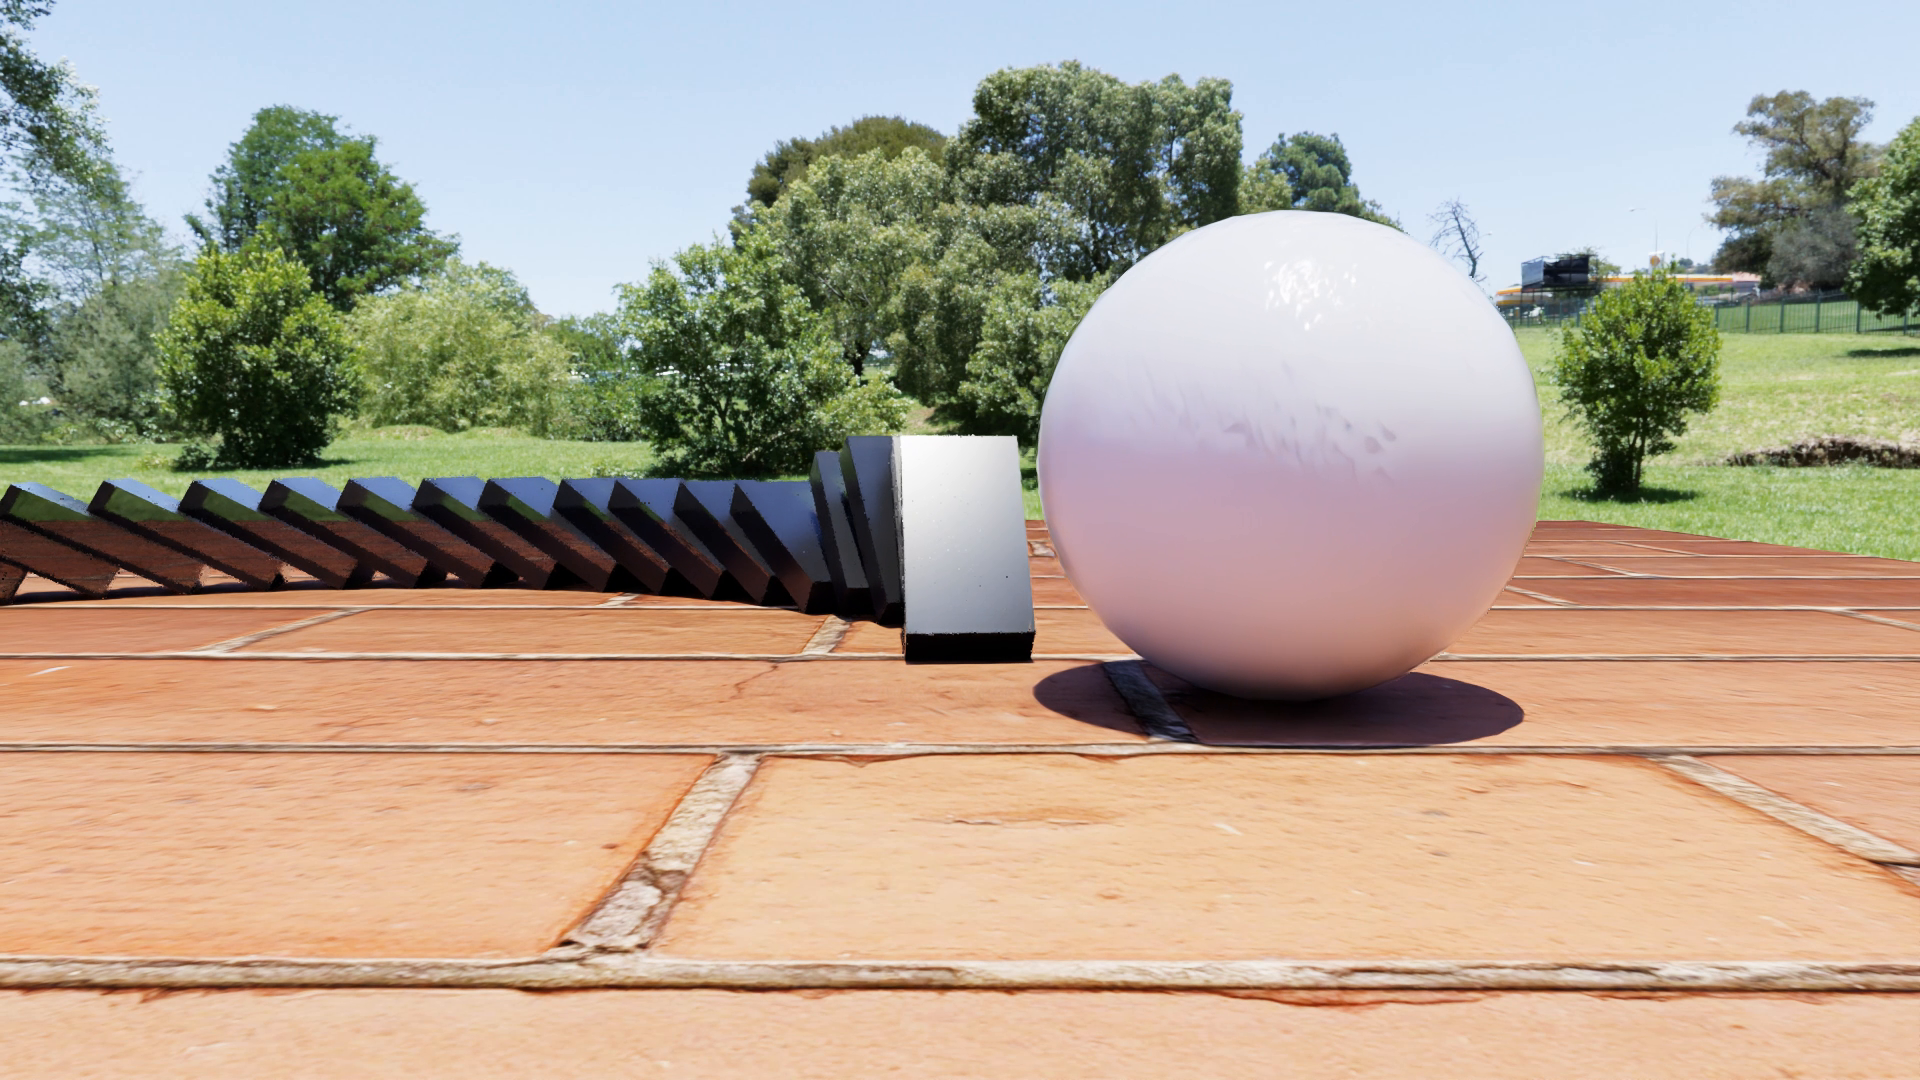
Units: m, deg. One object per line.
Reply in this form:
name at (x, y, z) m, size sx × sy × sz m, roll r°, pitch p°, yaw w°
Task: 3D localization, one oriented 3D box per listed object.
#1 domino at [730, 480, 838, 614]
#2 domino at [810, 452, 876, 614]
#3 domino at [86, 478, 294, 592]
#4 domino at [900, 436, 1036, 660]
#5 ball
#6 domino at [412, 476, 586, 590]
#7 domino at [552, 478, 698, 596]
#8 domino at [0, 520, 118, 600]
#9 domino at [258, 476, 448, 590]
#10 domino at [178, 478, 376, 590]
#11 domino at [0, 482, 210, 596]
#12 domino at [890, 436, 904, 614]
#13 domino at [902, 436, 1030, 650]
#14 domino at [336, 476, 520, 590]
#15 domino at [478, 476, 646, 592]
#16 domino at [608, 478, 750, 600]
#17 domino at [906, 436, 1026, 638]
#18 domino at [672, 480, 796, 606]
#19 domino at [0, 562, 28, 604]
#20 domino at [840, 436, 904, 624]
domino at (-0.040, 0.001, 0.343) m, size 0.025 × 0.009 × 0.050 m, roll -3°, pitch 33°, yaw -34°
domino at (-0.022, -0.002, 0.330) m, size 0.025 × 0.009 × 0.050 m, roll 1°, pitch 44°, yaw -20°
domino at (-0.221, -0.002, 0.373) m, size 0.050 × 0.009 × 0.025 m, roll 29°, pitch -5°, yaw -18°
domino at (0.001, 0.001, 0.266) m, size 0.025 × 0.050 × 0.009 m, roll 0°, pitch -36°, yaw -4°
ball at (0.053, -0.013, 0.212) m, size 0.080 × 0.080 × 0.080 m, roll 0°, pitch 4°, yaw 0°
domino at (-0.137, -0.003, 0.388) m, size 0.050 × 0.009 × 0.025 m, roll 30°, pitch 11°, yaw 11°
domino at (-0.094, -0.002, 0.379) m, size 0.050 × 0.009 × 0.025 m, roll 35°, pitch 21°, yaw 26°
domino at (-0.258, 0.000, 0.349) m, size 0.050 × 0.009 × 0.025 m, roll 30°, pitch -12°, yaw -30°
domino at (-0.180, -0.003, 0.386) m, size 0.050 × 0.010 × 0.025 m, roll 29°, pitch 3°, yaw -3°
domino at (-0.201, -0.002, 0.382) m, size 0.050 × 0.009 × 0.025 m, roll 28°, pitch 1°, yaw -8°
domino at (-0.240, -0.001, 0.363) m, size 0.050 × 0.009 × 0.025 m, roll 28°, pitch -7°, yaw -22°
domino at (-0.002, -0.002, 0.304) m, size 0.025 × 0.050 × 0.009 m, roll -1°, pitch -36°, yaw -8°
domino at (0.000, 0.000, 0.278) m, size 0.025 × 0.050 × 0.009 m, roll 0°, pitch -36°, yaw -4°
domino at (-0.159, -0.003, 0.389) m, size 0.050 × 0.009 × 0.025 m, roll 29°, pitch 7°, yaw 3°
domino at (-0.116, -0.002, 0.384) m, size 0.050 × 0.009 × 0.025 m, roll 31°, pitch 14°, yaw 16°
domino at (-0.076, -0.001, 0.369) m, size 0.050 × 0.009 × 0.025 m, roll 36°, pitch 24°, yaw 29°
domino at (0.001, -0.001, 0.291) m, size 0.025 × 0.050 × 0.009 m, roll 0°, pitch -36°, yaw -4°
domino at (-0.056, 0.000, 0.357) m, size 0.025 × 0.010 × 0.050 m, roll -4°, pitch 34°, yaw -43°
domino at (-0.274, 0.001, 0.334) m, size 0.050 × 0.009 × 0.025 m, roll 32°, pitch -17°, yaw -35°
domino at (-0.012, -0.003, 0.316) m, size 0.025 × 0.050 × 0.009 m, roll -2°, pitch -35°, yaw -22°
